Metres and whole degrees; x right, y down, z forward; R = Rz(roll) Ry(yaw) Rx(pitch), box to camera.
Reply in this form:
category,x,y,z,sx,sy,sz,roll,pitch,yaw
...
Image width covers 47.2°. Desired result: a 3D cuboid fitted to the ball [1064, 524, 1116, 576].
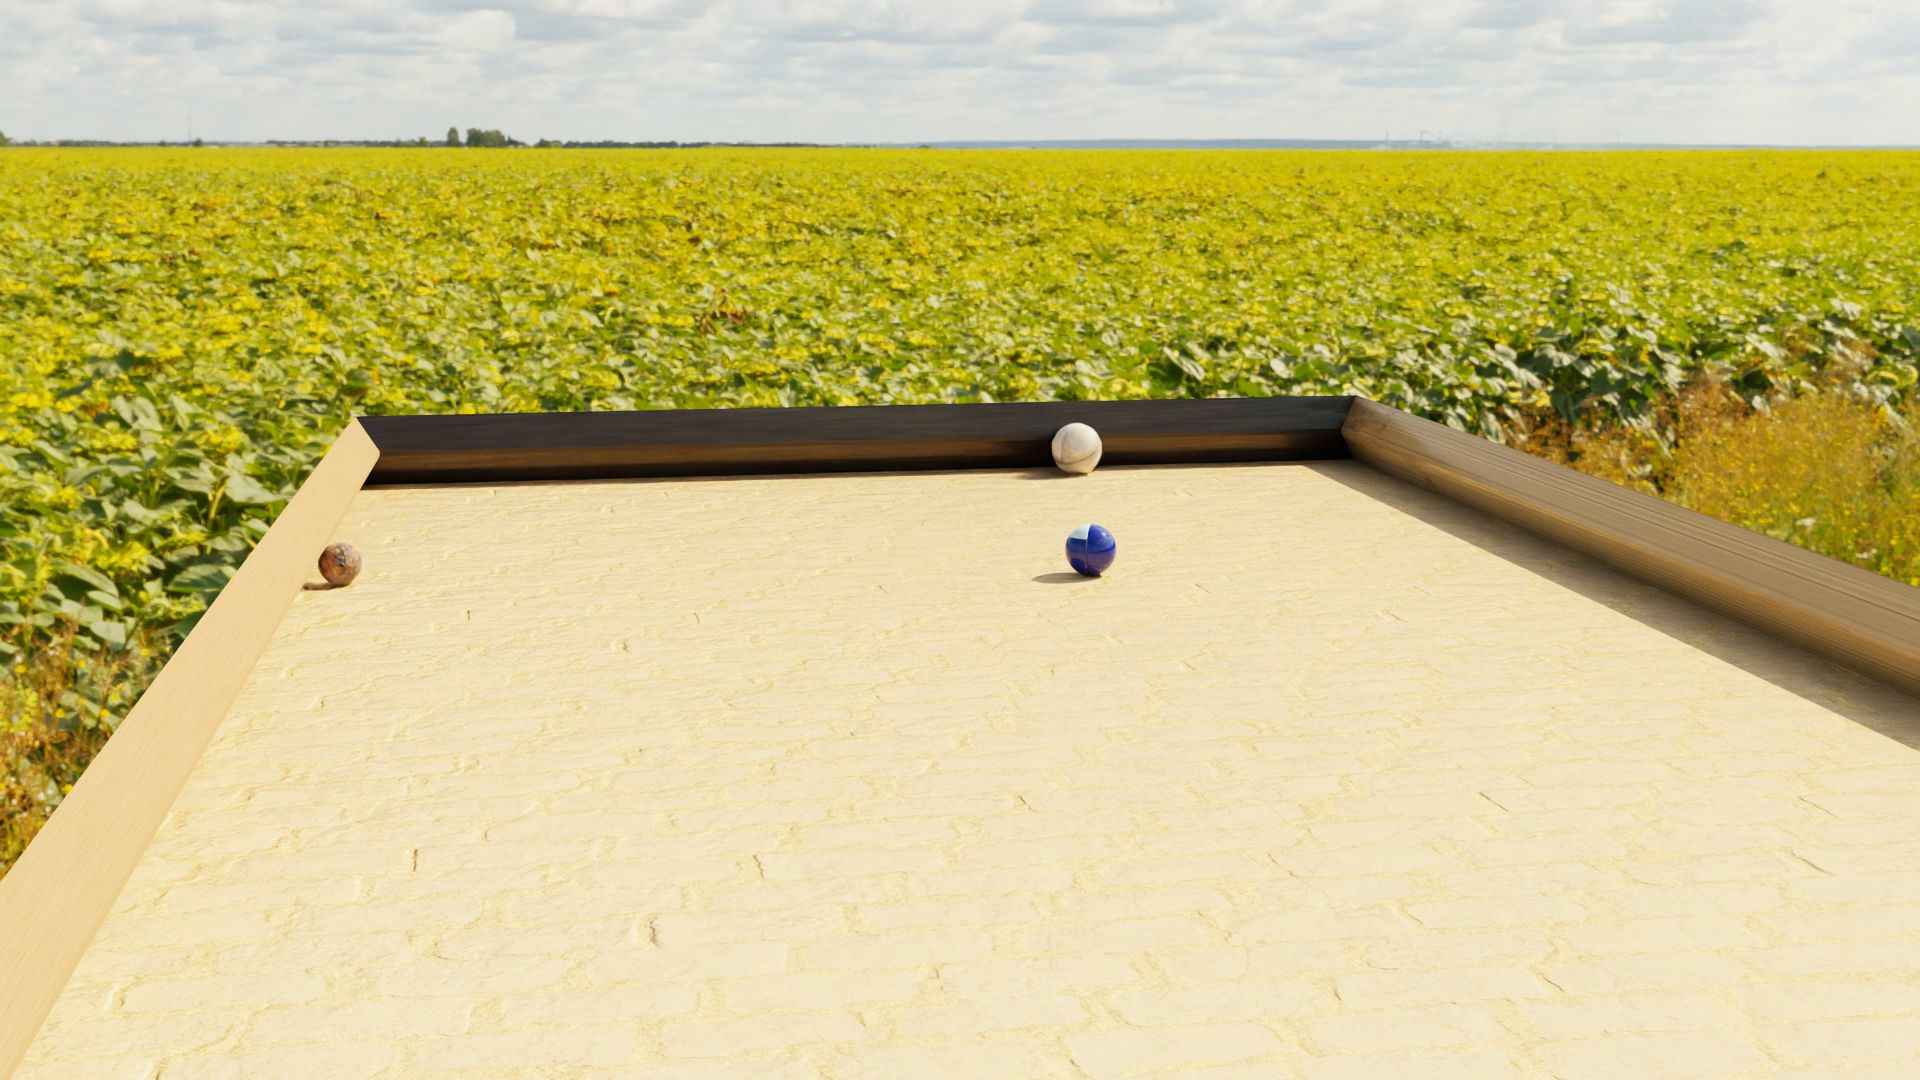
category,x,y,z,sx,sy,sz,roll,pitch,yaw
ball,0.187,0.014,3.148,0.075,0.075,0.075,0,11,0

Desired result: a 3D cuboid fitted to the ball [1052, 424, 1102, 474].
category,x,y,z,sx,sy,sz,roll,pitch,yaw
ball,0.216,-0.169,4.070,0.094,0.094,0.094,0,11,0

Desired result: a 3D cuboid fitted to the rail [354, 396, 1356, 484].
category,x,y,z,sx,sy,sz,roll,pitch,yaw
rail,-0.155,-0.185,4.073,1.876,0.123,0.045,-2,11,-10

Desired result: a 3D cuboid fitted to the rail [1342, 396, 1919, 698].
category,x,y,z,sx,sy,sz,roll,pitch,yaw
rail,1.060,0.121,2.439,0.045,0.123,3.736,-2,11,-10

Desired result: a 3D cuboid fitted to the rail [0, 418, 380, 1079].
category,x,y,z,sx,sy,sz,roll,pitch,yaw
rail,-0.743,0.178,2.134,0.045,0.123,3.736,-2,11,-10

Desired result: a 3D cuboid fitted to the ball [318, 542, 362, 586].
category,x,y,z,sx,sy,sz,roll,pitch,yaw
ball,-0.870,0.033,3.084,0.060,0.060,0.060,0,11,0
